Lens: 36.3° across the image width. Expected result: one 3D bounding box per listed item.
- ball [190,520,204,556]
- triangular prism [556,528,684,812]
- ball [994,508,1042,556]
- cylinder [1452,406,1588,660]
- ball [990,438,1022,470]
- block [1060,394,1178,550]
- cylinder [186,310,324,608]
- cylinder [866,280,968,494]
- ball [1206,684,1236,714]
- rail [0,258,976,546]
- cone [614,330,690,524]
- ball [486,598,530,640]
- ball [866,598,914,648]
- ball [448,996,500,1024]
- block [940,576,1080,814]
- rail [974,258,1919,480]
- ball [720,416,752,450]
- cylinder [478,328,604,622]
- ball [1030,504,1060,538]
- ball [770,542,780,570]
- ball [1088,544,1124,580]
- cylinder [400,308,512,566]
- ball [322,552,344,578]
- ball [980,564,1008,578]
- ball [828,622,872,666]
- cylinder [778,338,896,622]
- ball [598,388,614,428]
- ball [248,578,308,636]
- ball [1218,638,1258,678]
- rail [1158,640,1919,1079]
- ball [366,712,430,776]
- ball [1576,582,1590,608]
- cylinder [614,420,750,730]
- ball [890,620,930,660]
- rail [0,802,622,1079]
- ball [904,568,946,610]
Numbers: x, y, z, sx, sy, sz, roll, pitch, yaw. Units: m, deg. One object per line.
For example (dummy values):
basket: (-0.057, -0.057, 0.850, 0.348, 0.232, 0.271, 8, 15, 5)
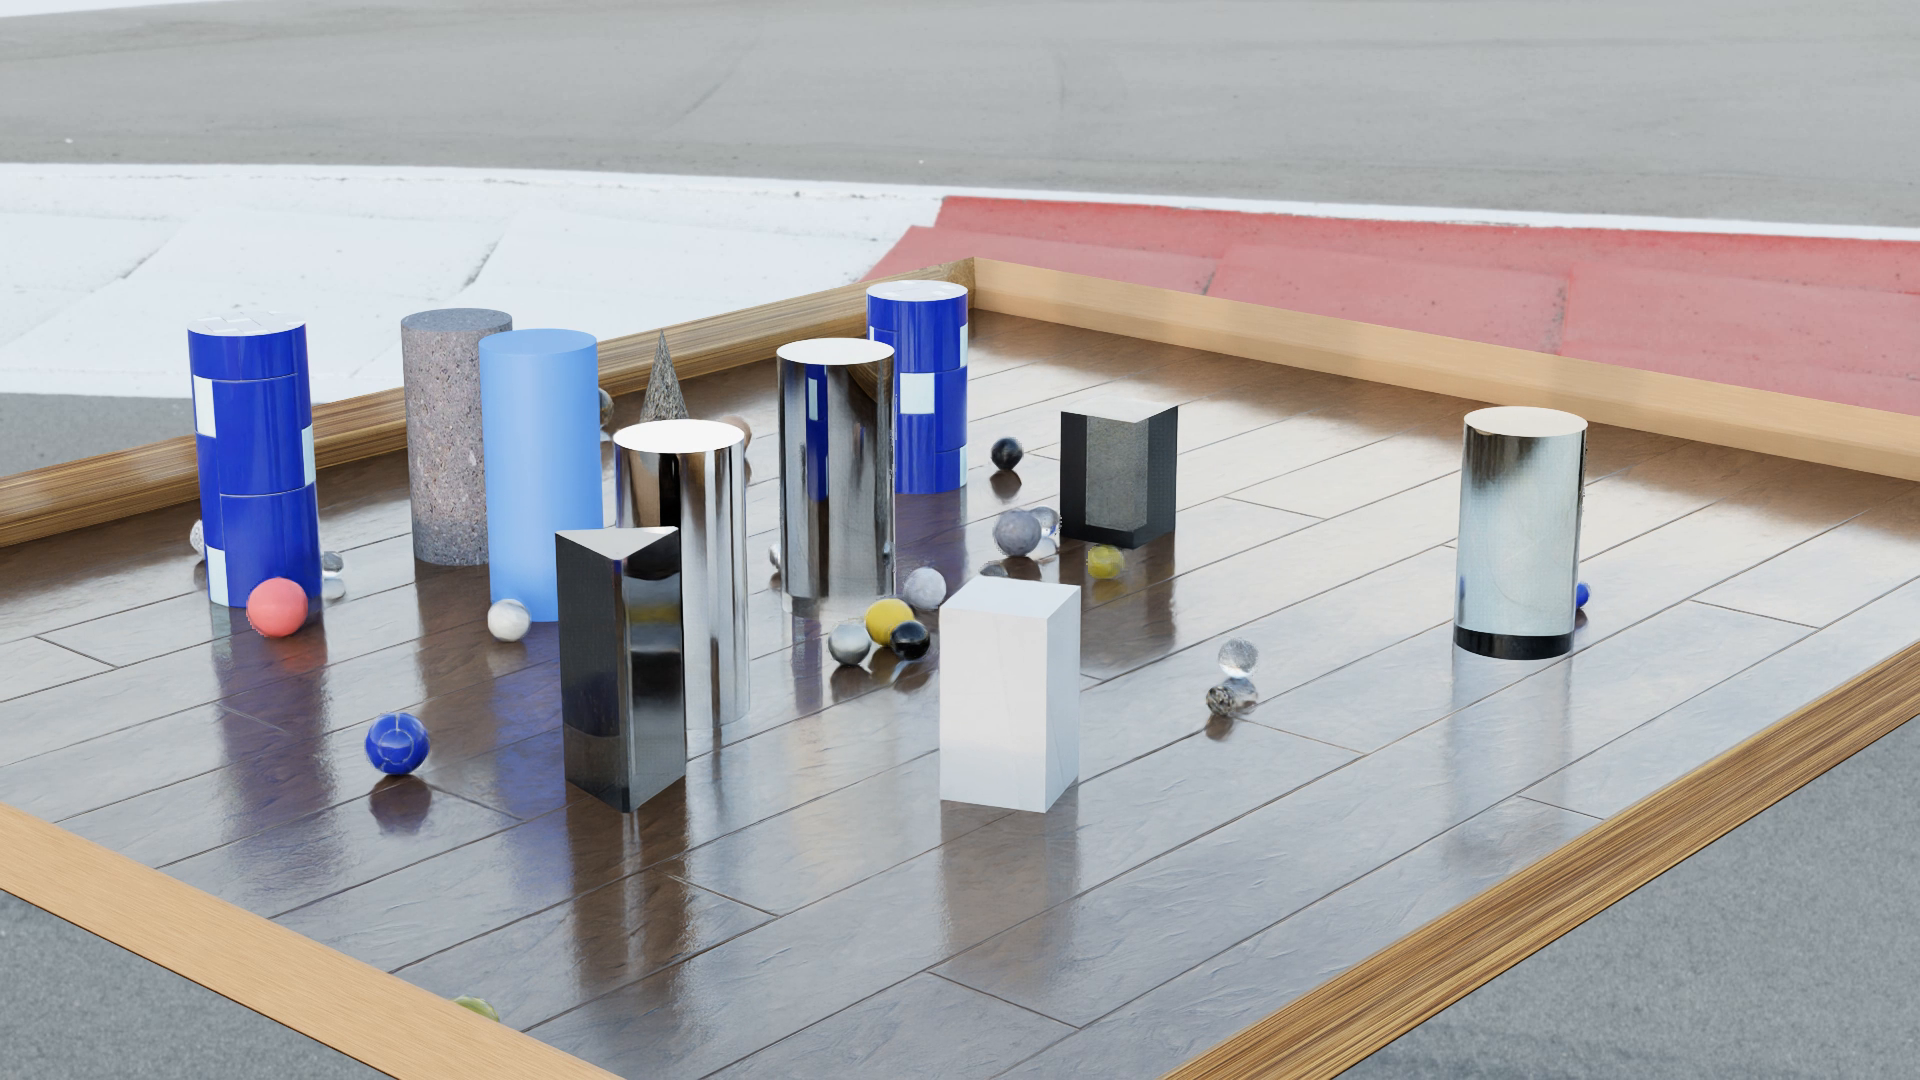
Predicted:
ball: (-1.364, -0.005, 5.343, 0.074, 0.074, 0.074, 0, 17, 0)
triangular prism: (-0.466, 0.175, 4.219, 0.149, 0.377, 0.172, -12, 21, -35)
ball: (0.106, -0.014, 5.351, 0.086, 0.086, 0.086, 0, 17, 0)
cylinder: (0.923, -0.013, 4.841, 0.199, 0.378, 0.199, 0, 17, 0)
ball: (0.092, -0.174, 5.921, 0.065, 0.065, 0.065, 0, 17, 0)
block: (0.296, -0.129, 5.465, 0.159, 0.241, 0.159, 11, 20, 32)
cylinder: (-1.221, -0.140, 5.086, 0.199, 0.481, 0.199, 0, 17, 0)
cylinder: (-0.084, -0.303, 5.793, 0.199, 0.386, 0.199, 0, 17, 0)
ball: (0.405, 0.248, 4.552, 0.046, 0.046, 0.046, 0, 17, 0)
rail: (-1.134, -0.251, 6.062, 0.045, 0.129, 3.618, 14, 22, 39)
cone: (-0.556, -0.215, 5.514, 0.199, 0.378, 0.199, 0, 17, 0)
ball: (-0.753, 0.133, 4.891, 0.071, 0.071, 0.071, 0, 17, 0)
ball: (-0.115, 0.137, 4.857, 0.082, 0.082, 0.082, 0, 17, 0)
ball: (-0.576, 0.572, 3.415, 0.082, 0.082, 0.082, 0, 17, 0)
block: (0.073, 0.220, 4.222, 0.159, 0.291, 0.159, 6, 18, 19)
rail: (1.171, -0.356, 6.411, 3.050, 0.129, 0.045, 14, 22, 39)
ball: (-0.469, -0.214, 6.029, 0.079, 0.079, 0.079, 0, 17, 0)
cylinder: (-0.713, -0.113, 5.021, 0.199, 0.466, 0.199, 0, 17, 0)
ball: (0.156, -0.035, 5.468, 0.060, 0.060, 0.060, 0, 17, 0)
ball: (-0.317, 0.029, 5.269, 0.052, 0.052, 0.052, 0, 17, 0)
ball: (0.261, 0.038, 5.219, 0.063, 0.063, 0.063, 0, 17, 0)
cylinder: (-0.905, -0.189, 5.334, 0.199, 0.432, 0.199, 0, 17, 0)
ball: (-1.122, 0.045, 5.224, 0.047, 0.047, 0.047, 0, 17, 0)
ball: (0.059, 0.066, 5.144, 0.052, 0.052, 0.052, 0, 17, 0)
ball: (-0.180, 0.169, 4.771, 0.071, 0.071, 0.071, 0, 17, 0)
cylinder: (-0.211, -0.105, 5.023, 0.199, 0.449, 0.199, 0, 17, 0)
ball: (-0.782, -0.280, 6.224, 0.092, 0.092, 0.092, 0, 17, 0)
ball: (-1.141, 0.112, 4.910, 0.099, 0.099, 0.099, 0, 17, 0)
ball: (0.447, 0.190, 4.712, 0.065, 0.065, 0.065, 0, 17, 0)
rail: (1.134, 0.316, 4.177, 0.045, 0.129, 3.618, 14, 22, 39)
ball: (-0.825, 0.298, 4.302, 0.093, 0.093, 0.093, 0, 17, 0)
ball: (1.063, 0.095, 5.061, 0.046, 0.046, 0.046, 0, 17, 0)
cylinder: (-0.427, 0.053, 4.518, 0.199, 0.440, 0.199, 0, 17, 0)
ball: (-0.082, 0.164, 4.796, 0.066, 0.066, 0.066, 0, 17, 0)
rail: (-1.171, 0.421, 3.829, 3.050, 0.129, 0.045, 14, 22, 39)
ball: (-0.060, 0.083, 5.053, 0.072, 0.072, 0.072, 0, 17, 0)
